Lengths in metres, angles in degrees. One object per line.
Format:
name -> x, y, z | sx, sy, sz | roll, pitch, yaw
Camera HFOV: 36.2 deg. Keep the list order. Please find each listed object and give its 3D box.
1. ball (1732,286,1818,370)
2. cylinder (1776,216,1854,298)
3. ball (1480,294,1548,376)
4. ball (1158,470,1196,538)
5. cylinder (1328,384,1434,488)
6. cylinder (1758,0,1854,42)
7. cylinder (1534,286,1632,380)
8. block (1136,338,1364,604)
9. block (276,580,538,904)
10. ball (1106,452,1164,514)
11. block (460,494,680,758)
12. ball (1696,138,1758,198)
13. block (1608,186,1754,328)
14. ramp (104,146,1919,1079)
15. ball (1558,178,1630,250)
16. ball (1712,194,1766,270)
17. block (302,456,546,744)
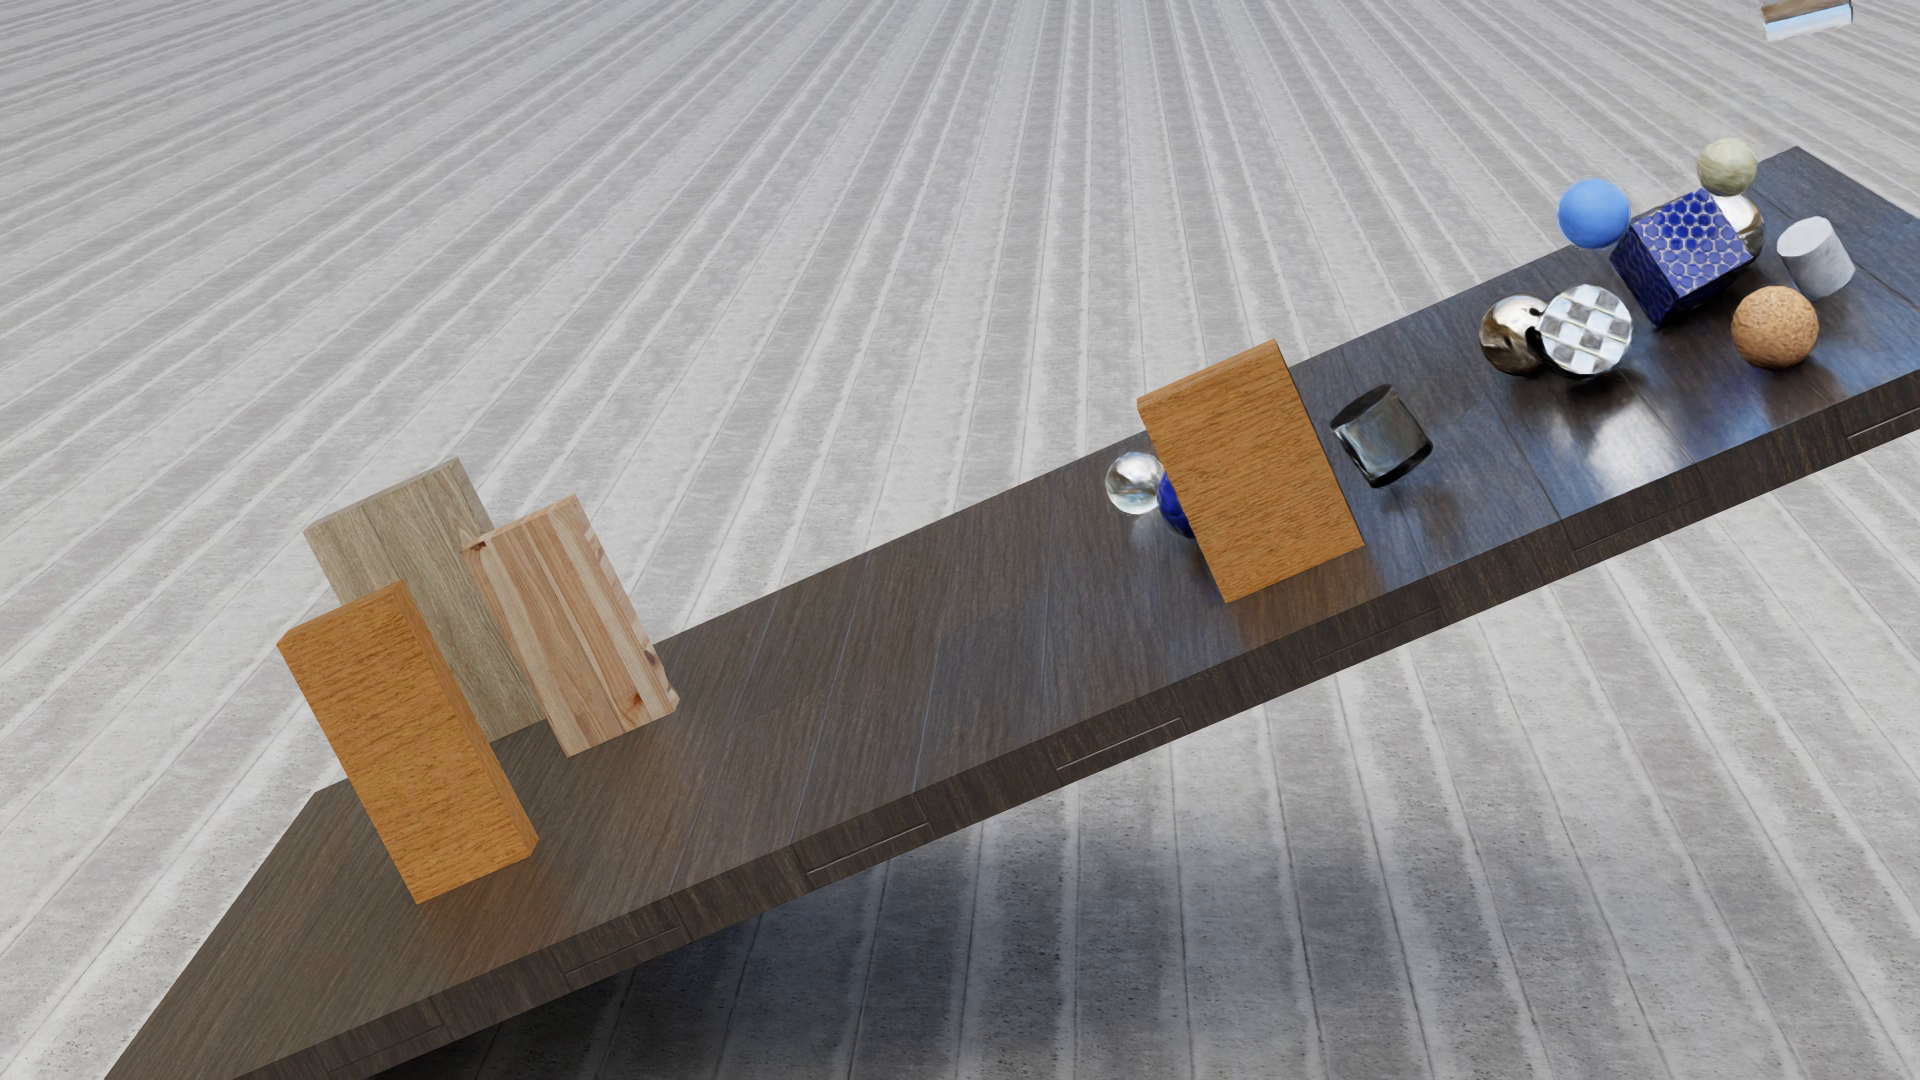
ball -> 1.486, -0.386, 5.364 | 0.154, 0.154, 0.154 | 0, 15, 0
cylinder -> 1.657, -0.547, 5.698 | 0.111, 0.111, 0.111 | -29, 31, 19
ball -> 1.160, -0.423, 6.086 | 0.169, 0.169, 0.169 | 0, 15, 0
ball -> 0.492, -0.090, 6.010 | 0.178, 0.178, 0.178 | 0, 15, 0
cylinder -> 0.819, -0.202, 5.724 | 0.147, 0.147, 0.147 | -35, 10, 7
cylinder -> 1.649, -1.074, 5.760 | 0.165, 0.165, 0.165 | -12, 12, 16
cylinder -> 1.227, -0.408, 5.798 | 0.174, 0.174, 0.174 | 2, 0, 6
block -> 0.546, -0.129, 5.537 | 0.283, 0.412, 0.095 | -23, 13, 9
block -> -1.137, 0.419, 6.074 | 0.267, 0.621, 0.098 | -23, 13, 9
ball -> 0.387, -0.125, 6.435 | 0.137, 0.137, 0.137 | 0, 15, 0
block -> -0.881, 0.196, 6.665 | 0.274, 0.534, 0.090 | -23, 13, 9
ball -> 1.505, -0.731, 5.770 | 0.117, 0.117, 0.117 | 0, 15, 0
block -> 1.458, -0.571, 5.956 | 0.178, 0.178, 0.178 | -28, -13, -10
ramp -> 0.134, 0.169, 6.283 | 4.000, 0.100, 2.000 | -23, 13, 9
ball -> 1.282, -0.659, 5.949 | 0.143, 0.143, 0.143 | 0, 15, 0
ball -> 1.584, -0.637, 6.116 | 0.176, 0.176, 0.176 | 0, 15, 0
block -> -1.256, 0.180, 7.151 | 0.401, 0.660, 0.095 | -23, 13, 9
